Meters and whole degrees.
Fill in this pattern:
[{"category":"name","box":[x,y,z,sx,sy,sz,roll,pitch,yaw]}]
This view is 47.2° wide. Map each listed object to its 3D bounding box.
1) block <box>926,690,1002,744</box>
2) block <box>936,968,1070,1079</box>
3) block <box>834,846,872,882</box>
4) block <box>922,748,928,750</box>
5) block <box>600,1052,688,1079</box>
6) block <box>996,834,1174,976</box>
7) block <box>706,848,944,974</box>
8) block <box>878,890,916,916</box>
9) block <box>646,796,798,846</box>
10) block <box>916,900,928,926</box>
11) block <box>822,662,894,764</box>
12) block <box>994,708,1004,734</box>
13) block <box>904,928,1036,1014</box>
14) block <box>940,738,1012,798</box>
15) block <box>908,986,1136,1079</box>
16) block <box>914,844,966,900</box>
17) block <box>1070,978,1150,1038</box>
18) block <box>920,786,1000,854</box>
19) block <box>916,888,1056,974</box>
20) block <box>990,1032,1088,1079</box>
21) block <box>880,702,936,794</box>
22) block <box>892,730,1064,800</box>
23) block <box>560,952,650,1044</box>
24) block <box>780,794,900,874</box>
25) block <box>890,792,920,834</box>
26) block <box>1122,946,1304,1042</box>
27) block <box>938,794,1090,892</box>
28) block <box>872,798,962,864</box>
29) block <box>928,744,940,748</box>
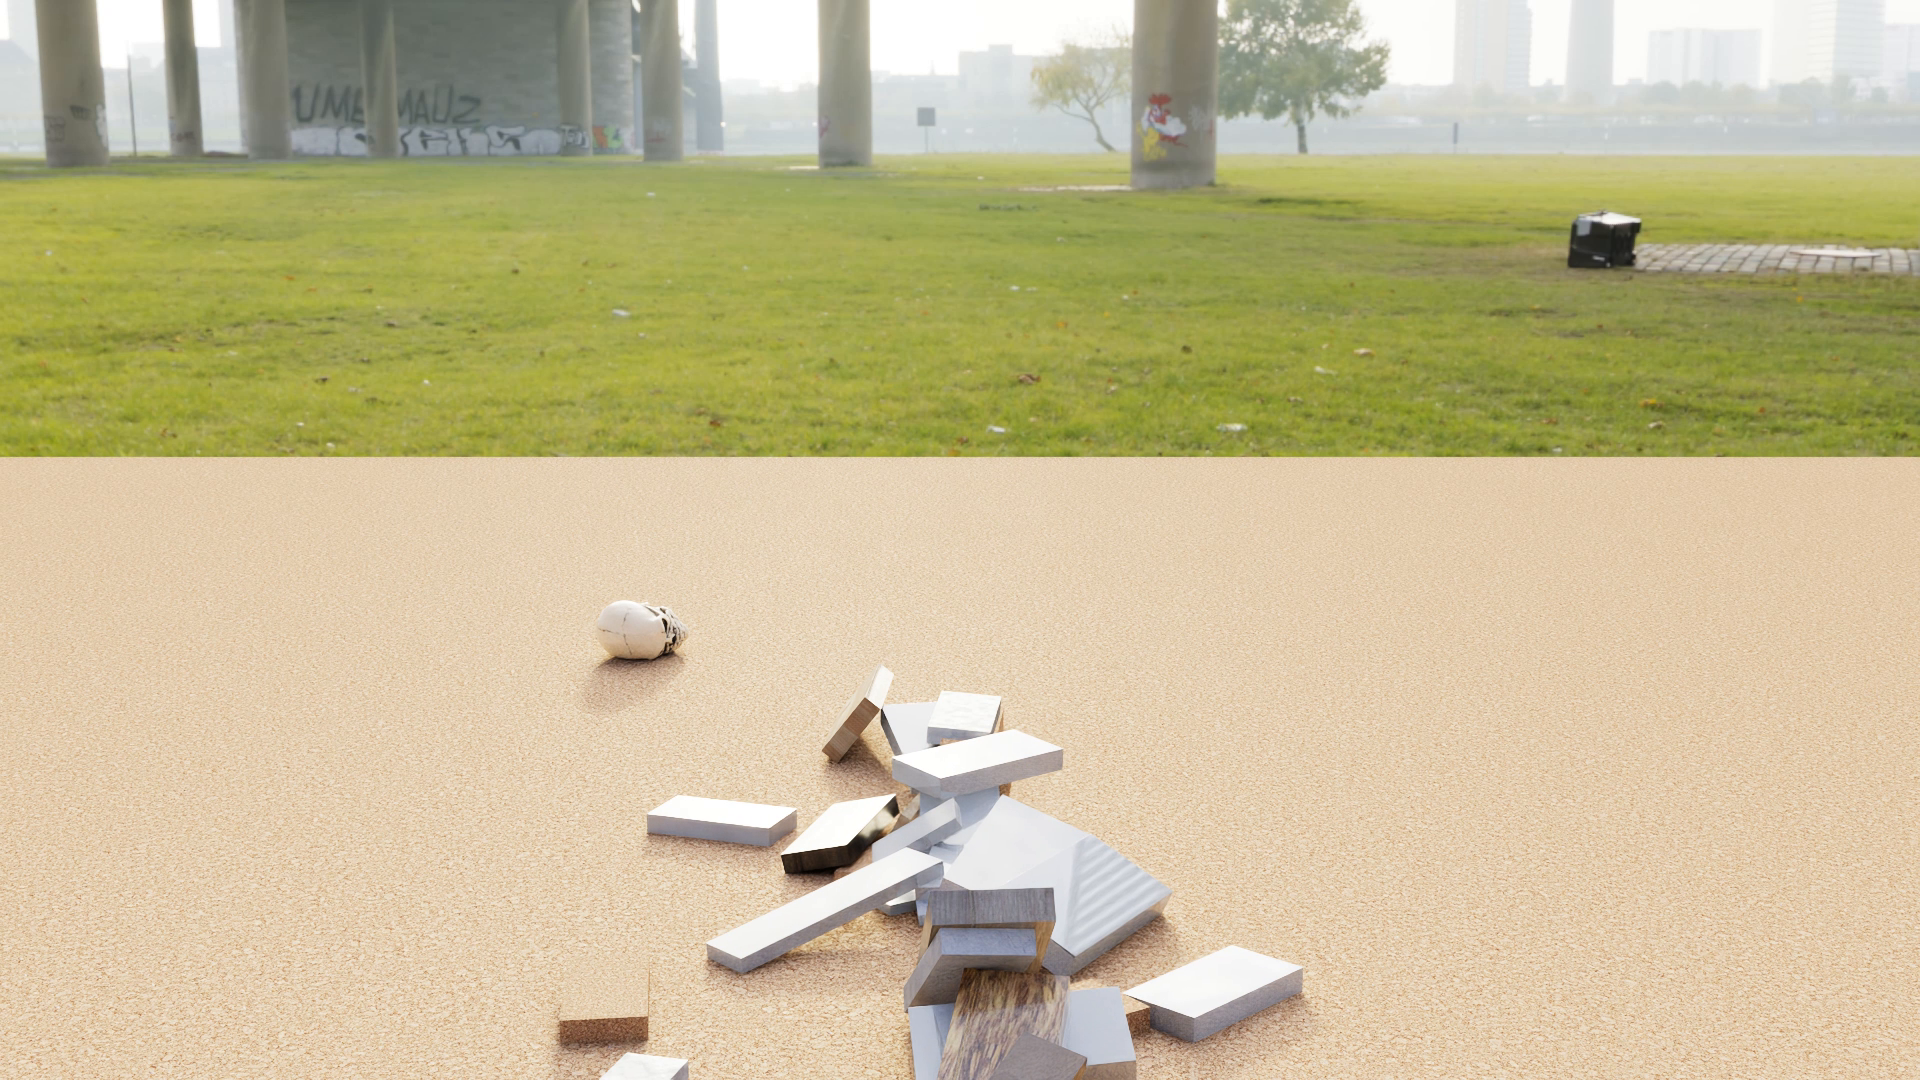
[{"category":"block","box":[0.009,0.349,4.277,0.120,0.034,0.240,5,13,5]},{"category":"block","box":[0.054,0.672,2.851,0.144,0.041,0.288,3,31,10]},{"category":"block","box":[-0.166,0.559,3.781,0.070,0.020,0.140,2,11,9]},{"category":"block","box":[-0.007,0.463,4.074,0.120,0.034,0.240,-1,27,-3]},{"category":"block","box":[-0.431,0.724,2.879,0.090,0.025,0.179,3,11,15]},{"category":"block","box":[0.186,0.572,3.455,0.167,0.047,0.334,33,24,22]},{"category":"block","box":[-0.208,0.582,3.480,0.416,0.025,0.090,-20,21,-39]},{"category":"block","box":[-0.077,0.589,3.623,0.126,0.018,0.063,-7,12,-32]},{"category":"block","box":[-0.433,0.510,4.003,0.243,0.034,0.121,4,11,20]},{"category":"block","box":[0.000,0.589,3.551,0.140,0.020,0.070,-7,20,-3]},{"category":"block","box":[-0.210,0.355,4.553,0.041,0.144,0.289,38,10,-4]},{"category":"block","box":[0.009,0.404,4.557,0.144,0.041,0.289,1,11,5]},{"category":"block","box":[0.011,0.600,3.054,0.131,0.037,0.261,3,-29,-12]},{"category":"block","box":[0.017,0.459,4.002,0.140,0.040,0.281,4,27,6]},{"category":"block","box":[0.081,0.673,2.929,0.288,0.041,0.144,-5,30,-4]},{"category":"block","box":[-0.019,0.546,3.620,0.081,0.023,0.163,-3,16,11]},{"category":"block","box":[0.124,0.681,3.080,0.261,0.037,0.131,-8,13,-35]},{"category":"block","box":[0.000,0.503,3.821,0.140,0.040,0.281,1,26,-1]},{"category":"block","box":[0.032,0.571,3.091,0.167,0.047,0.334,-1,-29,-5]},{"category":"block","box":[0.080,0.692,2.741,0.090,0.025,0.179,18,34,22]},{"category":"block","box":[-0.057,0.408,4.356,0.144,0.041,0.289,-3,24,-14]},{"category":"block","box":[0.033,0.402,3.951,0.281,0.040,0.140,-9,16,-37]},{"category":"block","box":[-0.512,0.662,3.187,0.121,0.034,0.243,-1,11,-7]},{"category":"block","box":[-0.209,0.518,3.890,0.122,0.034,0.298,-11,7,16]},{"category":"block","box":[-0.095,0.504,3.940,0.020,0.070,0.140,30,16,7]},{"category":"block","box":[0.369,0.658,3.202,0.130,0.037,0.261,10,14,43]},{"category":"block","box":[0.091,0.534,3.584,0.167,0.047,0.334,24,22,10]},{"category":"block","box":[-0.073,0.504,3.737,0.163,0.023,0.081,-31,17,7]},{"category":"block","box":[0.000,0.424,4.231,0.120,0.034,0.240,4,27,-2]}]
